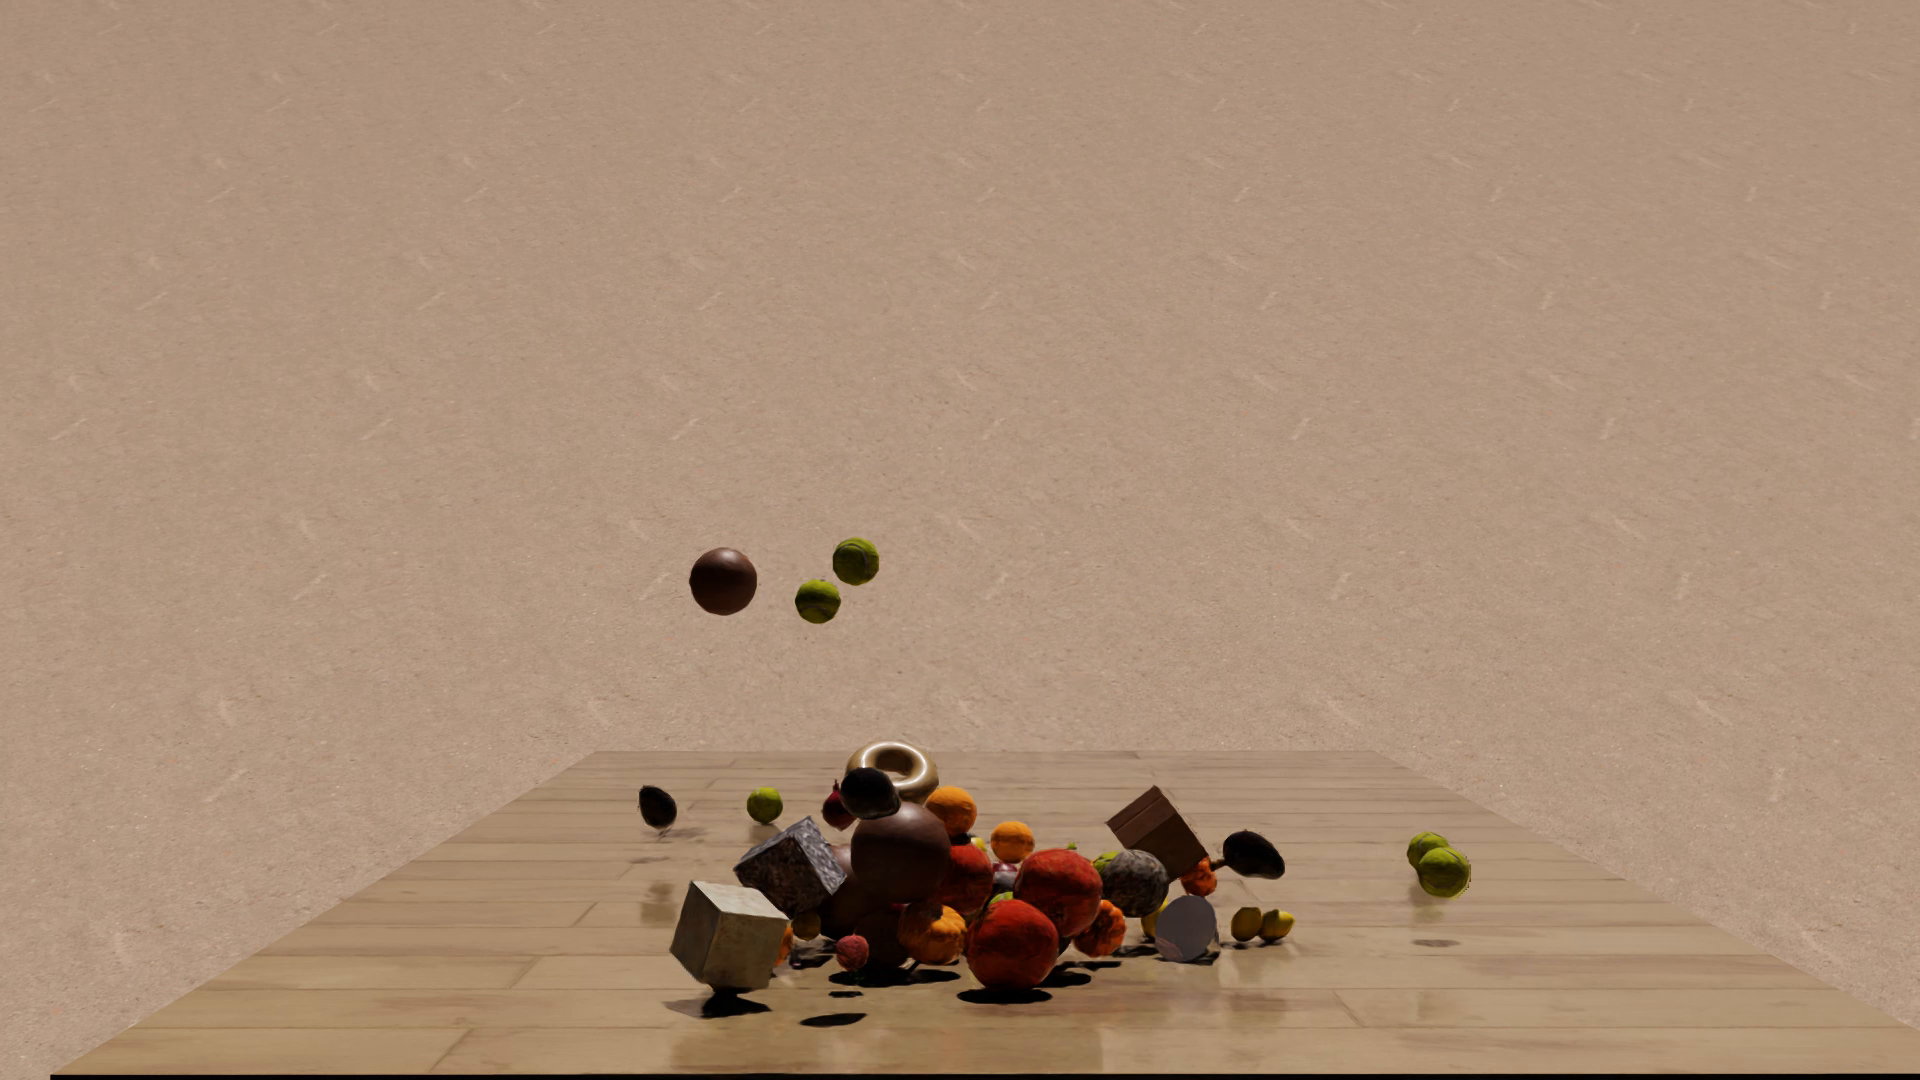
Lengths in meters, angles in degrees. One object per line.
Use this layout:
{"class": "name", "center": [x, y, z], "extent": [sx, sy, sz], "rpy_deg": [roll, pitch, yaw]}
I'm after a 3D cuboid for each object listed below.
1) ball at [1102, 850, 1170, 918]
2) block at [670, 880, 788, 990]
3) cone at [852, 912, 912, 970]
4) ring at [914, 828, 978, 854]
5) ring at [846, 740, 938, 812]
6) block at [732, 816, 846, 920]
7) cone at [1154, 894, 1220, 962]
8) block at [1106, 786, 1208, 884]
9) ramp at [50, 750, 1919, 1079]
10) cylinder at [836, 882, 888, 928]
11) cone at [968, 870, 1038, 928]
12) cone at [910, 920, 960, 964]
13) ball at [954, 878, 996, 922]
{"class": "ball", "center": [0.234, 0.460, 3.464], "extent": [0.091, 0.091, 0.091], "rpy_deg": [0, 30, 0]}
{"class": "block", "center": [-0.273, 0.467, 3.057], "extent": [0.091, 0.091, 0.091], "rpy_deg": [12, 10, -32]}
{"class": "cone", "center": [-0.107, 0.529, 3.330], "extent": [0.078, 0.078, 0.078], "rpy_deg": [5, 62, -10]}
{"class": "ring", "center": [-0.024, 0.526, 4.514], "extent": [0.113, 0.038, 0.113], "rpy_deg": [3, 0, 0]}
{"class": "ring", "center": [-0.107, 0.372, 4.075], "extent": [0.148, 0.049, 0.148], "rpy_deg": [6, 34, -4]}
{"class": "block", "center": [-0.222, 0.436, 3.391], "extent": [0.096, 0.096, 0.096], "rpy_deg": [-31, 2, 13]}
{"class": "cone", "center": [0.318, 0.525, 3.390], "extent": [0.093, 0.093, 0.093], "rpy_deg": [-21, 52, 29]}
{"class": "block", "center": [0.293, 0.444, 3.848], "extent": [0.093, 0.093, 0.093], "rpy_deg": [-37, 26, -1]}
{"class": "ramp", "center": [0.067, 0.595, 4.650], "extent": [2.000, 0.100, 4.000], "rpy_deg": [0, 0, 0]}
{"class": "cylinder", "center": [-0.139, 0.515, 3.648], "extent": [0.059, 0.059, 0.059], "rpy_deg": [9, 0, 15]}
{"class": "cone", "center": [0.049, 0.484, 3.631], "extent": [0.088, 0.088, 0.088], "rpy_deg": [29, 30, -8]}
{"class": "cone", "center": [-0.039, 0.531, 3.357], "extent": [0.064, 0.064, 0.064], "rpy_deg": [-16, 31, -1]}
{"class": "ball", "center": [0.023, 0.514, 3.690], "extent": [0.064, 0.064, 0.064], "rpy_deg": [0, 30, 0]}
